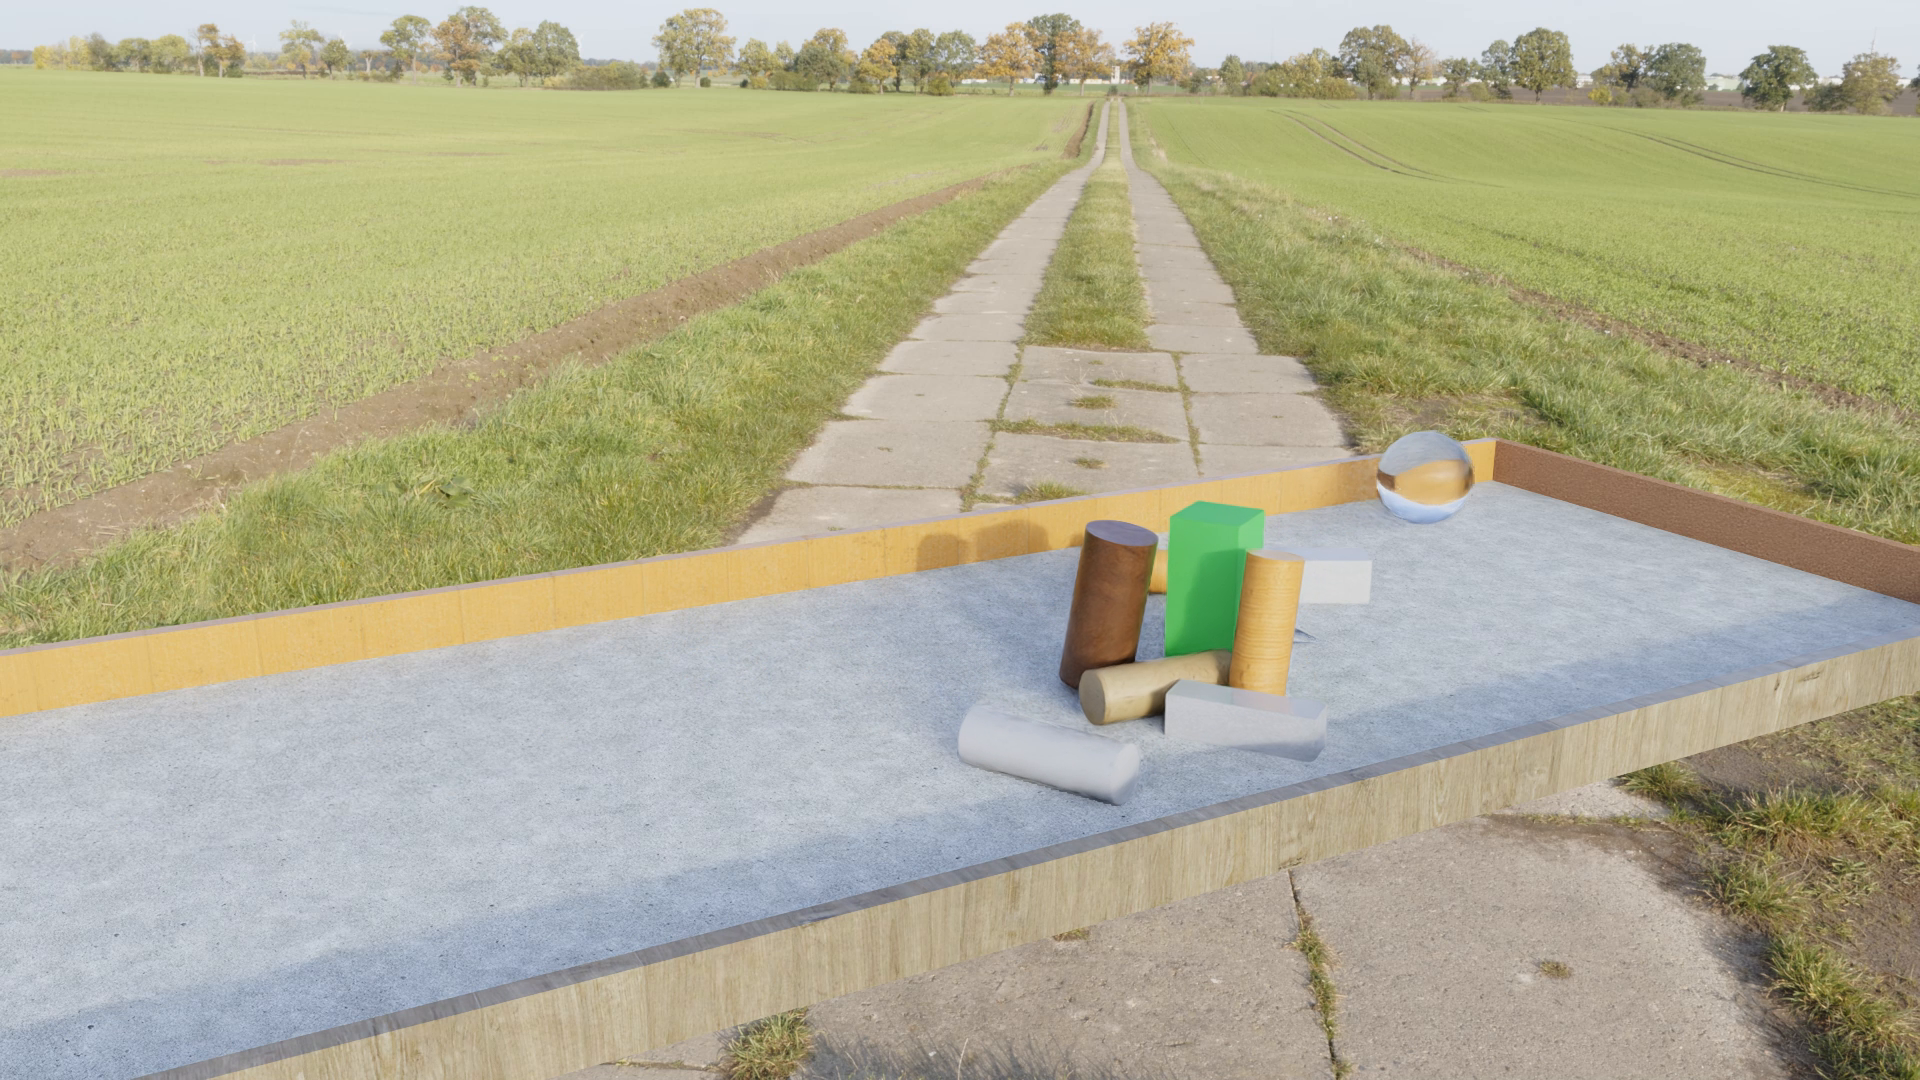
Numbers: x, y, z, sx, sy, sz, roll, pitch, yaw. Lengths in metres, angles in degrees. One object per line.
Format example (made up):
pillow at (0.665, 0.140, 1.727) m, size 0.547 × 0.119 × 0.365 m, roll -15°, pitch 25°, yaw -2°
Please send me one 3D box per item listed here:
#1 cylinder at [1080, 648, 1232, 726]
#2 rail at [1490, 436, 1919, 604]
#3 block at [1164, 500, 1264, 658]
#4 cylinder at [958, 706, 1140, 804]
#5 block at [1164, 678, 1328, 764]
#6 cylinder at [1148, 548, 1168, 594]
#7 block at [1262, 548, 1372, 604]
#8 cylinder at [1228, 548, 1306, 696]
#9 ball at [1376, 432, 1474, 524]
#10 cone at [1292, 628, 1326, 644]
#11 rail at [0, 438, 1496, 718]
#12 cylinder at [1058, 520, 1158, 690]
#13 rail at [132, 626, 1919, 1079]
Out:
cylinder at (0.478, 0.348, 3.939) m, size 0.368 × 0.131 × 0.131 m, roll -7°, pitch 18°, yaw -23°
rail at (2.466, -0.048, 5.253) m, size 0.050 × 0.150 × 2.100 m, roll -9°, pitch 18°, yaw -27°
block at (0.635, 0.139, 4.125) m, size 0.179 × 0.427 × 0.179 m, roll 9°, pitch 19°, yaw 28°
cylinder at (0.189, 0.461, 3.557) m, size 0.378 × 0.130 × 0.130 m, roll 11°, pitch 19°, yaw 32°
block at (0.651, 0.411, 3.769) m, size 0.347 × 0.105 × 0.105 m, roll 8°, pitch 18°, yaw 25°
cylinder at (0.545, 0.090, 4.818) m, size 0.361 × 0.131 × 0.131 m, roll 1°, pitch 16°, yaw 5°
block at (1.009, 0.102, 4.781) m, size 0.333 × 0.128 × 0.128 m, roll 0°, pitch 16°, yaw 1°
cylinder at (0.713, 0.226, 3.866) m, size 0.135 × 0.390 × 0.135 m, roll 6°, pitch 10°, yaw -1°
ball at (1.551, -0.208, 5.509) m, size 0.311 × 0.311 × 0.311 m, roll 0°, pitch 16°, yaw 0°
cone at (0.793, 0.229, 4.425) m, size 0.384 × 0.173 × 0.173 m, roll 14°, pitch 18°, yaw 3°
rail at (-3.305, 0.497, 3.399) m, size 12.000 × 0.150 × 0.050 m, roll -9°, pitch 18°, yaw -27°
cylinder at (0.364, 0.166, 4.053) m, size 0.180 × 0.393 × 0.180 m, roll 8°, pitch 19°, yaw -3°
rail at (-2.336, 1.006, 1.665) m, size 12.000 × 0.150 × 0.050 m, roll -9°, pitch 18°, yaw -27°
